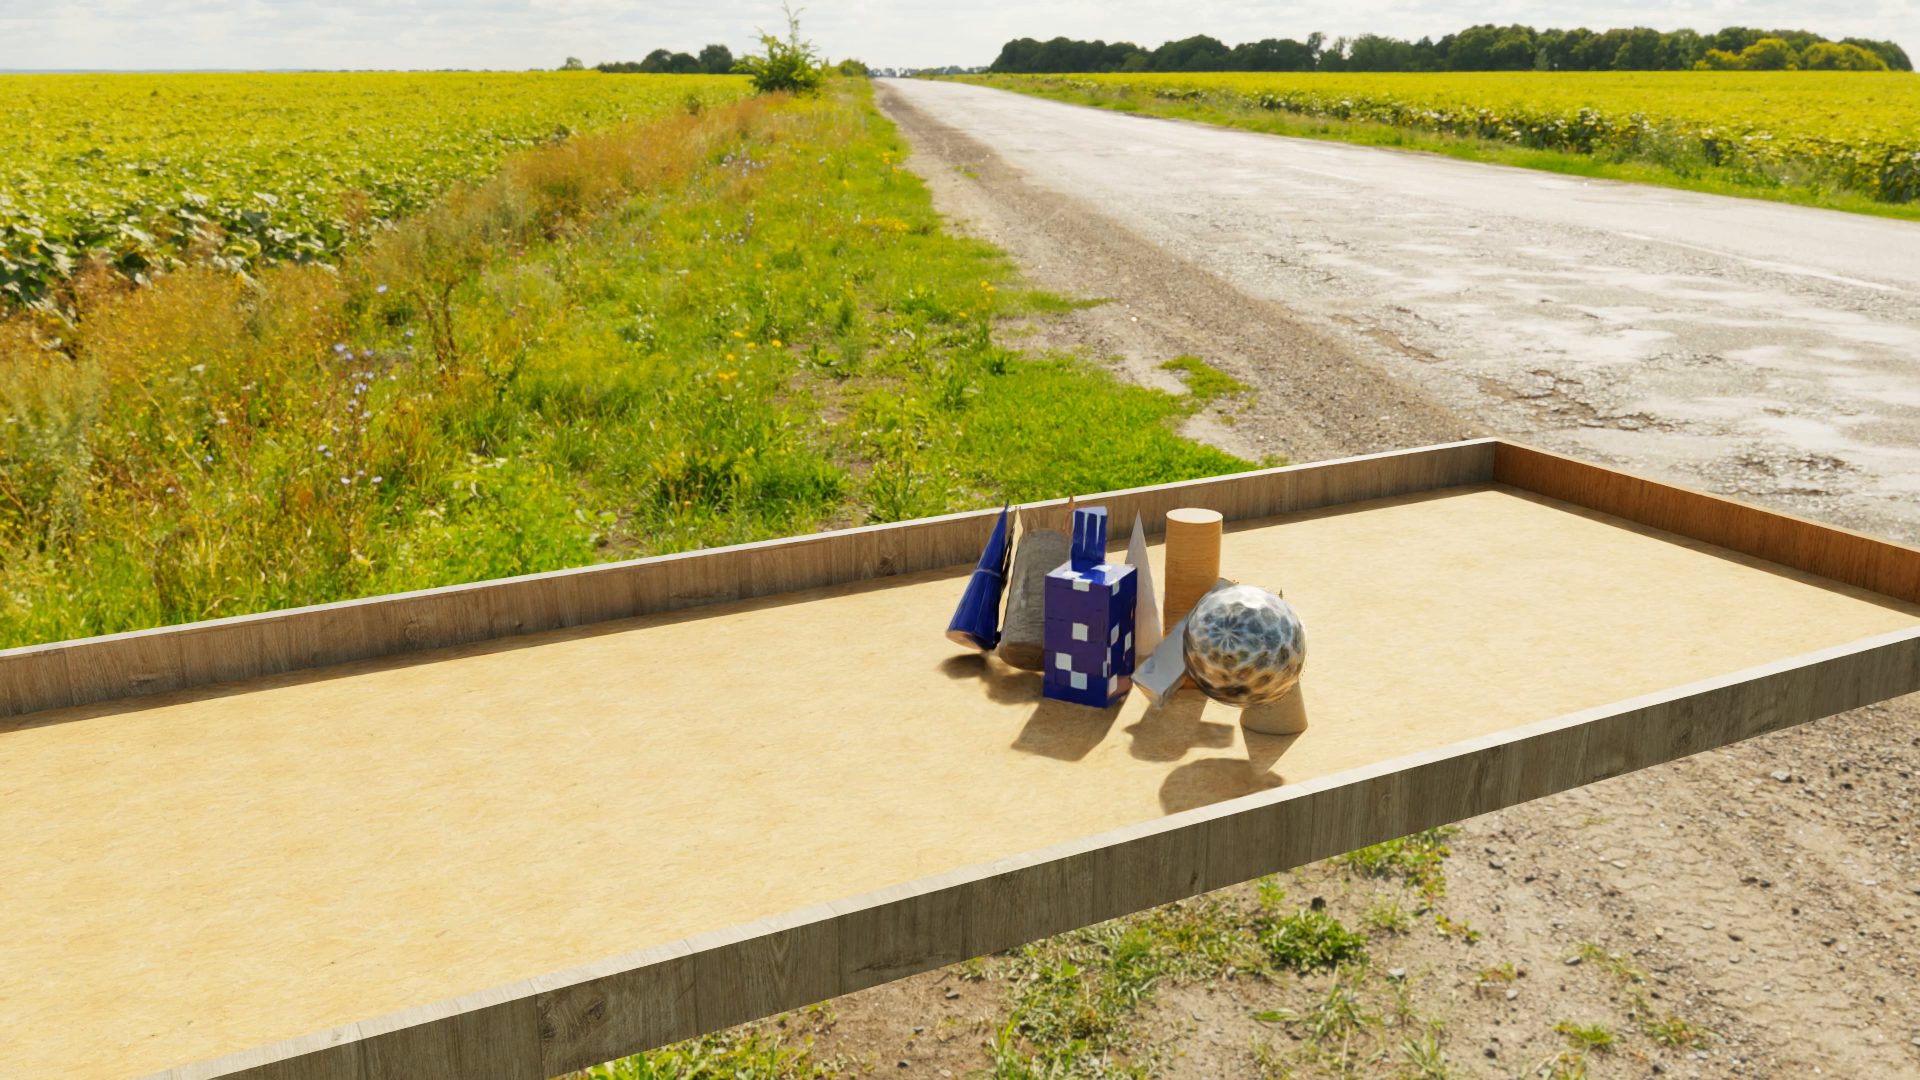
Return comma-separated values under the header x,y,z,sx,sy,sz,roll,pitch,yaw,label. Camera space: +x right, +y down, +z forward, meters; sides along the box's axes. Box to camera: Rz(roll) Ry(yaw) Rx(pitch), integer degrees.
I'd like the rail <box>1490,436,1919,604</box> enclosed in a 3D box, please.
x,y,z,sx,sy,sz,roll,pitch,yaw,label
2.466,-0.048,5.253,0.050,0.150,2.100,-9,18,-27,rail

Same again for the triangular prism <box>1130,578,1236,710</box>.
x,y,z,sx,sy,sz,roll,pitch,yaw,label
0.552,0.238,3.945,0.095,0.110,0.344,40,73,16,triangular prism

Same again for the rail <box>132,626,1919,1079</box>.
x,y,z,sx,sy,sz,roll,pitch,yaw,label
-2.336,1.006,1.665,12.000,0.150,0.050,-9,18,-27,rail

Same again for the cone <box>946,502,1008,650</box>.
x,y,z,sx,sy,sz,roll,pitch,yaw,label
0.079,0.075,4.352,0.138,0.411,0.138,14,-19,5,cone

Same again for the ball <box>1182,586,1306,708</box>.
x,y,z,sx,sy,sz,roll,pitch,yaw,label
0.634,0.239,3.682,0.274,0.274,0.274,0,16,0,ball

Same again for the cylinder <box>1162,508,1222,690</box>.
x,y,z,sx,sy,sz,roll,pitch,yaw,label
0.573,0.146,4.093,0.136,0.430,0.136,0,16,0,cylinder

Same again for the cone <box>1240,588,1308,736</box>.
x,y,z,sx,sy,sz,roll,pitch,yaw,label
0.740,0.269,3.844,0.161,0.335,0.161,0,16,0,cone

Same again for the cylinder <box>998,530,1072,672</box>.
x,y,z,sx,sy,sz,roll,pitch,yaw,label
0.202,0.154,4.219,0.160,0.160,0.328,4,60,13,cylinder

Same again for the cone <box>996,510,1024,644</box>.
x,y,z,sx,sy,sz,roll,pitch,yaw,label
0.149,0.089,4.379,0.174,0.354,0.174,1,6,0,cone

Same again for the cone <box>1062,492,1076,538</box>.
x,y,z,sx,sy,sz,roll,pitch,yaw,label
0.310,0.029,4.628,0.153,0.355,0.153,0,16,0,cone

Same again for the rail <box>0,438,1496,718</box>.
x,y,z,sx,sy,sz,roll,pitch,yaw,label
-3.305,0.497,3.399,12.000,0.150,0.050,-9,18,-27,rail

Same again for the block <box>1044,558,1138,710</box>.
x,y,z,sx,sy,sz,roll,pitch,yaw,label
0.318,0.226,4.034,0.167,0.312,0.167,9,19,28,block

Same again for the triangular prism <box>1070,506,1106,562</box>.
x,y,z,sx,sy,sz,roll,pitch,yaw,label
0.333,0.129,4.157,0.092,0.426,0.080,11,18,29,triangular prism

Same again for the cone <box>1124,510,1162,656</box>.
x,y,z,sx,sy,sz,roll,pitch,yaw,label
0.465,0.098,4.350,0.164,0.379,0.164,0,16,0,cone
